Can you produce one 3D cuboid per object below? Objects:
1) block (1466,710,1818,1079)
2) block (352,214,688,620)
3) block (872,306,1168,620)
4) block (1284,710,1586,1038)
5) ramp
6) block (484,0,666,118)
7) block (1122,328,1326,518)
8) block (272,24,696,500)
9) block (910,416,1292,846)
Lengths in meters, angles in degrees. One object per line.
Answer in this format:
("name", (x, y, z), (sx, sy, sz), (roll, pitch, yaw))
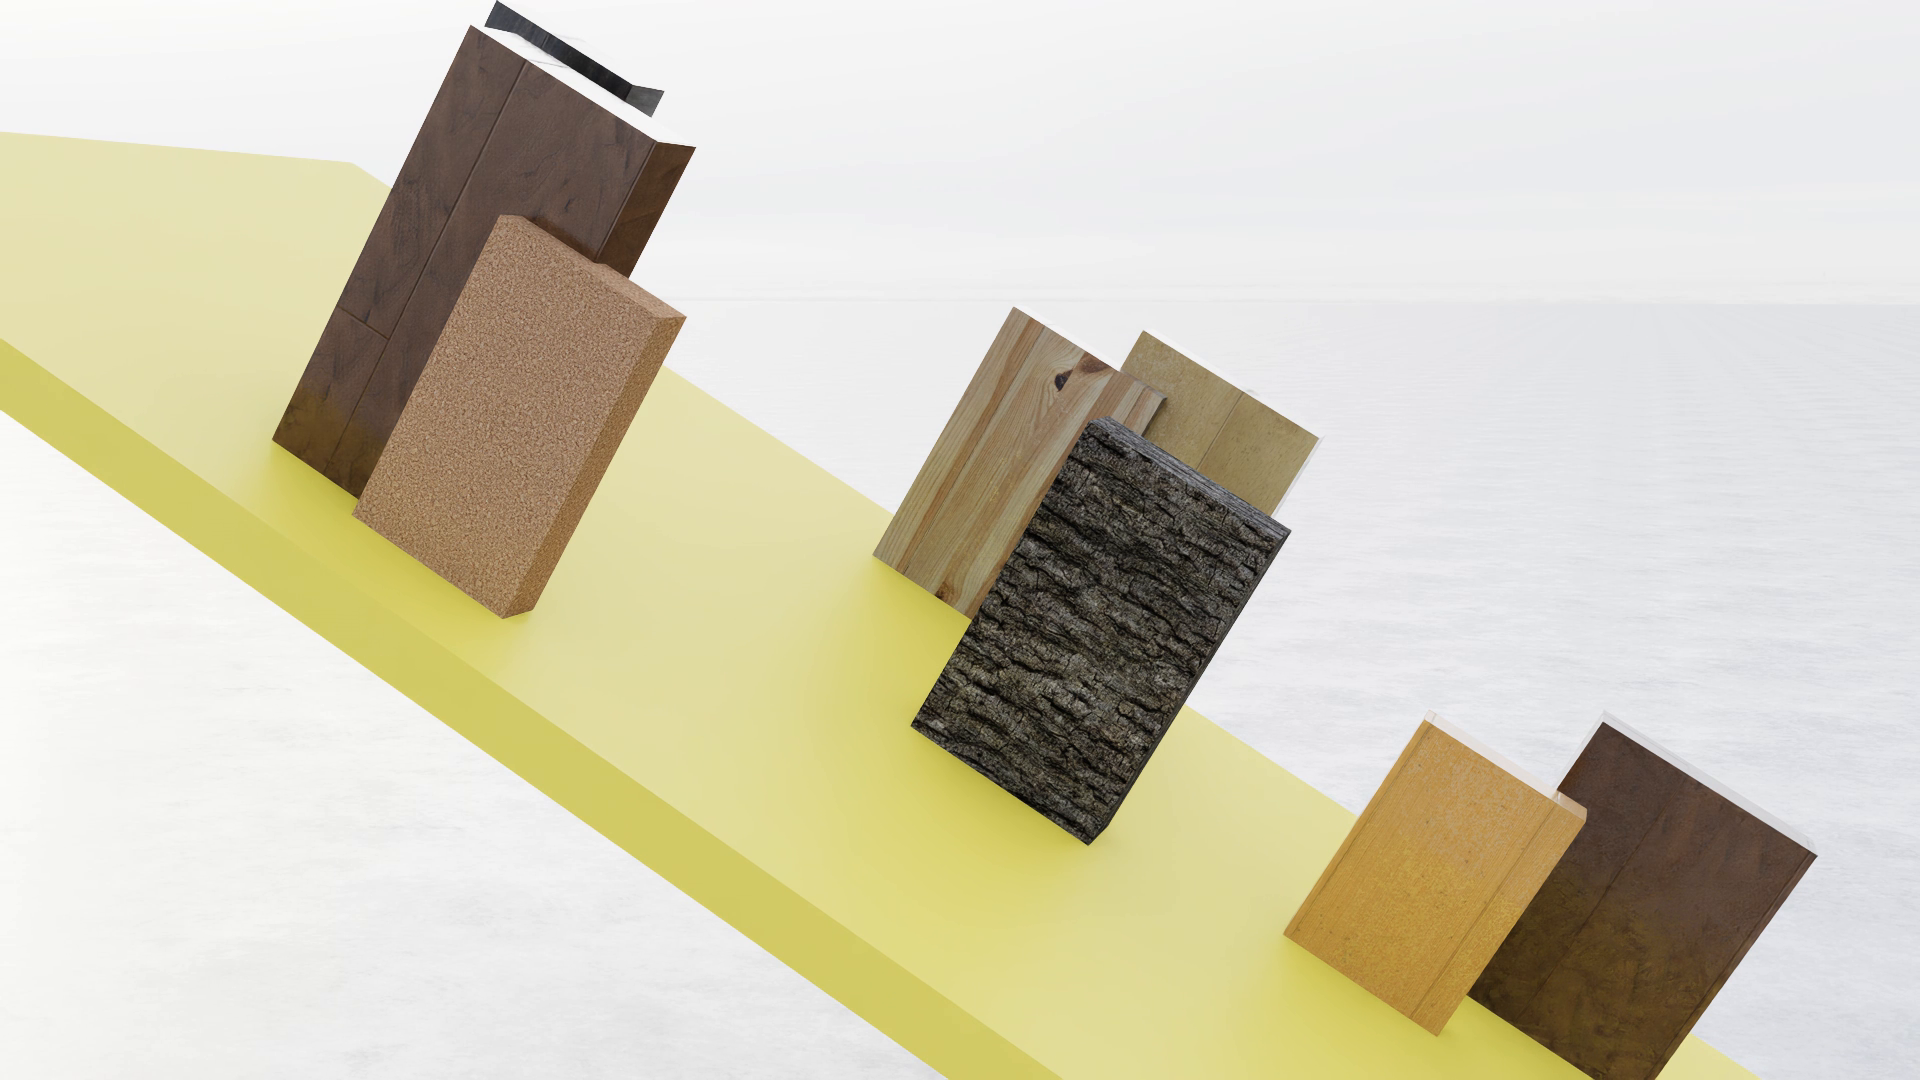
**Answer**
("block", (1.245, 0.693, 4.152), (0.443, 0.588, 0.117), (33, 15, 11))
("block", (-0.694, -0.192, 3.443), (0.306, 0.545, 0.100), (33, 15, 11))
("block", (0.127, -0.135, 4.684), (0.372, 0.623, 0.089), (33, 15, 11))
("block", (0.846, 0.594, 3.931), (0.323, 0.476, 0.094), (33, 15, 11))
("ramp", (-0.176, 0.289, 4.124), (4.000, 0.100, 2.000), (33, 15, 11))
("block", (-0.821, -0.502, 3.773), (0.285, 0.775, 0.125), (33, 15, 11))
("block", (0.399, -0.029, 4.670), (0.429, 0.716, 0.102), (33, 15, 11))
("block", (-0.772, -0.393, 3.538), (0.364, 0.759, 0.146), (33, 15, 11))
("block", (0.246, 0.159, 3.895), (0.384, 0.642, 0.150), (33, 15, 11))
